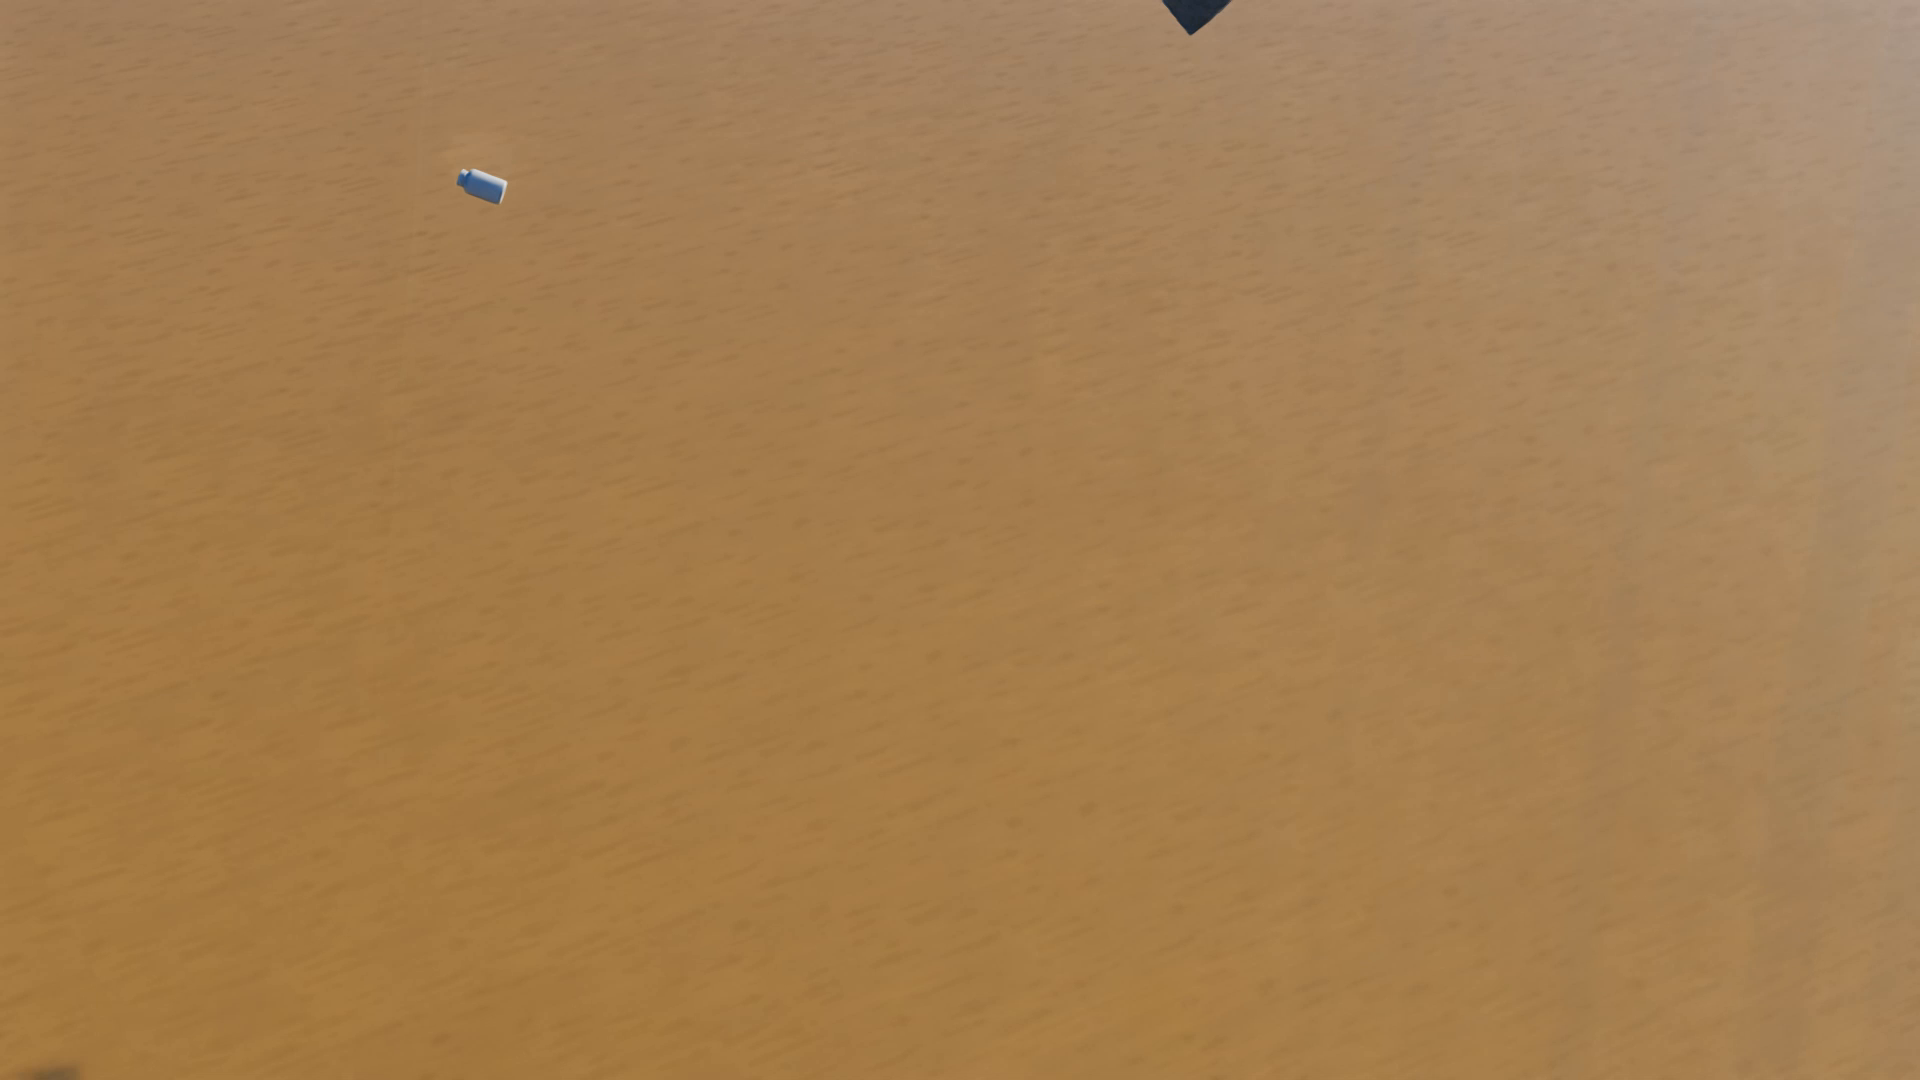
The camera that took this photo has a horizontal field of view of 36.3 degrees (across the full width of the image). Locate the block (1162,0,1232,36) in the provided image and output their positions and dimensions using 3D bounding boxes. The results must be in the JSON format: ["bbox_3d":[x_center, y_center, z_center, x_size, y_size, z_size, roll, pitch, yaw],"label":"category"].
[{"bbox_3d":[0.818,-1.855,9.696,0.212,0.315,0.121,51,49,-3],"label":"block"}]
